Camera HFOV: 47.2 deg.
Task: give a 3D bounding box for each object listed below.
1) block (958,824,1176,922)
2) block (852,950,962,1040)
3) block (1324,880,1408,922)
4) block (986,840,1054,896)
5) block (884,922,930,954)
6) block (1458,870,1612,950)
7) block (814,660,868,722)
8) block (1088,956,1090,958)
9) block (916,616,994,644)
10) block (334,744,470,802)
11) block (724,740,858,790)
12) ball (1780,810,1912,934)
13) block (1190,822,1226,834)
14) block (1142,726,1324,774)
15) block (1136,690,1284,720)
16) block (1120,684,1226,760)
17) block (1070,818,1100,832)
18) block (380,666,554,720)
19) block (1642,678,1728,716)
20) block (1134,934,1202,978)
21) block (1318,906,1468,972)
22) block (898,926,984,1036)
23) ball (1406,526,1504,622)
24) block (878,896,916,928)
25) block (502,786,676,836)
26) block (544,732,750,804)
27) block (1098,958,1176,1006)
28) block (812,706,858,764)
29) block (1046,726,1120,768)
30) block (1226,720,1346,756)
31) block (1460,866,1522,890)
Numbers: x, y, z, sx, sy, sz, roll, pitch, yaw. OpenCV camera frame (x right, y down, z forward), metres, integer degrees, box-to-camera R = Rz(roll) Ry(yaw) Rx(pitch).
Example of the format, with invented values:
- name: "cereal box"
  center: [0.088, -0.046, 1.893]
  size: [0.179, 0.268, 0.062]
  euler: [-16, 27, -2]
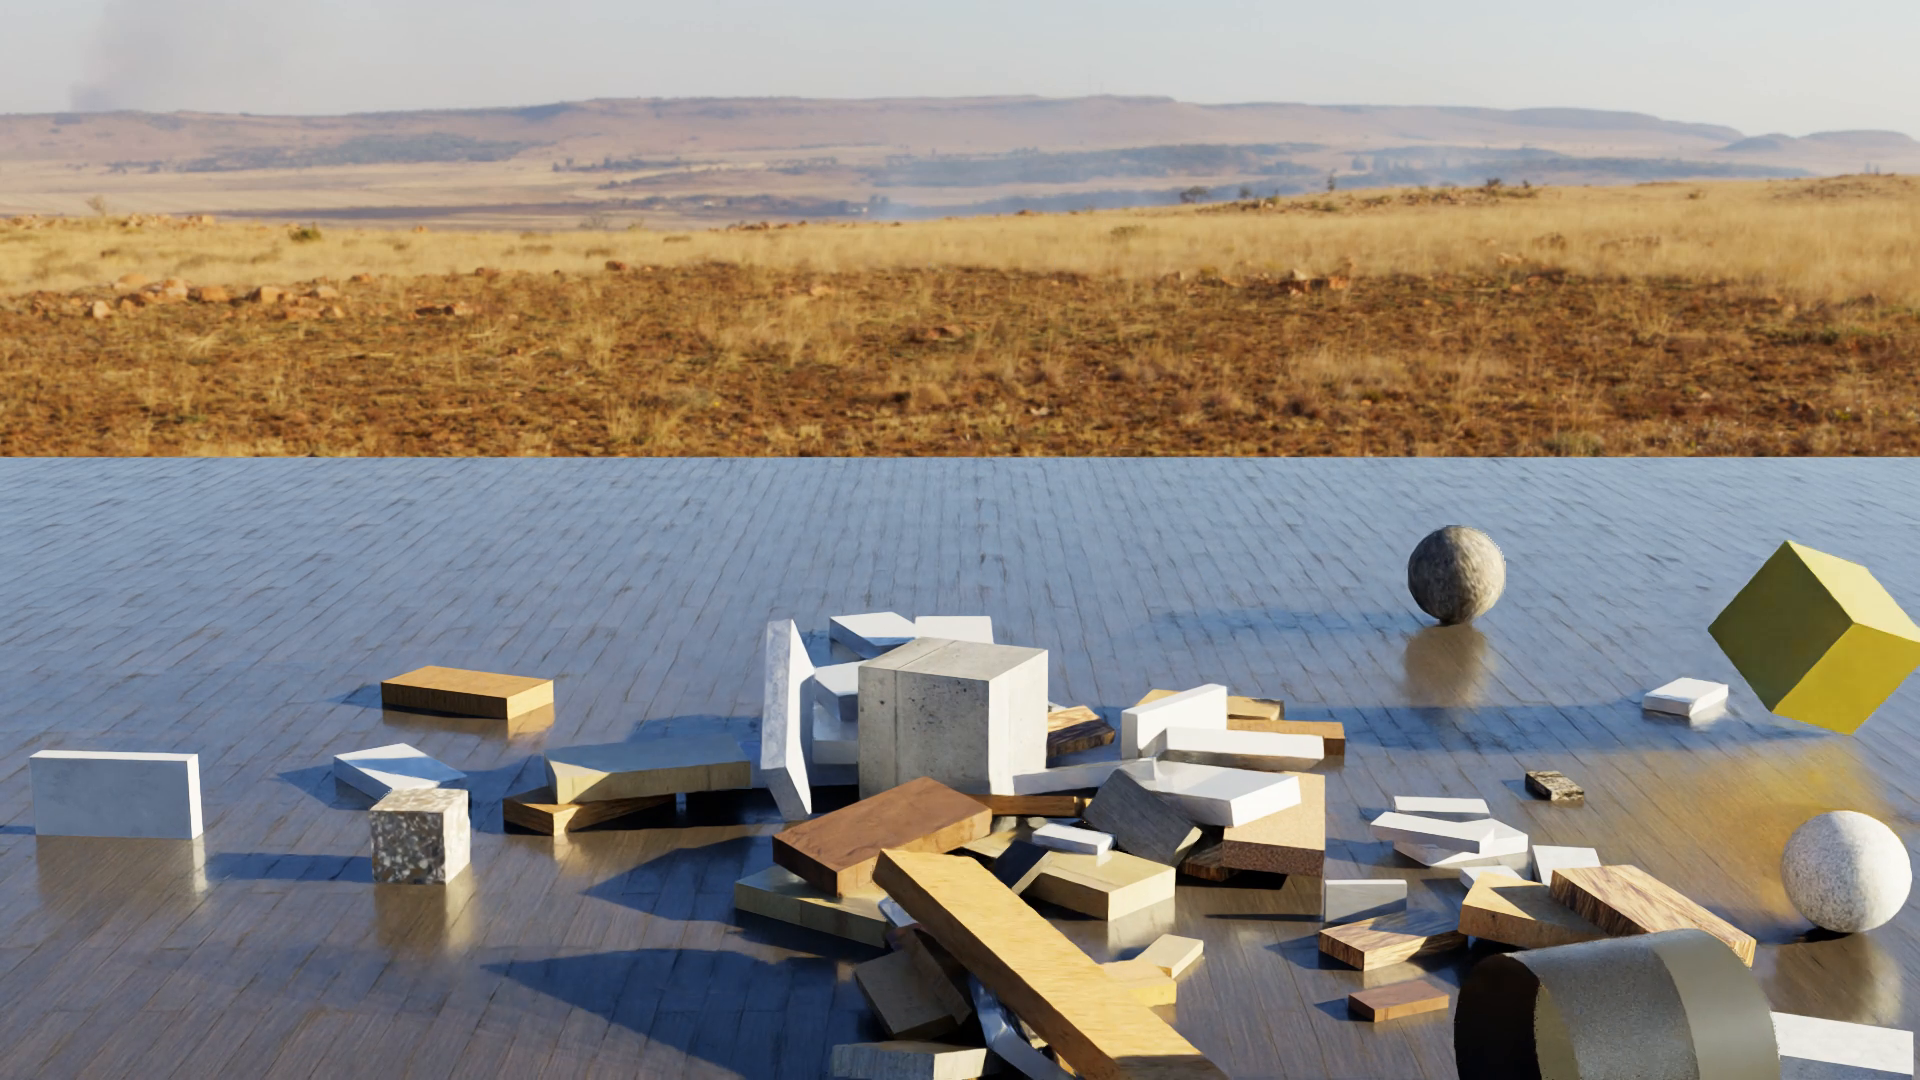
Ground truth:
- name: "block"
  center: [0.177, 0.558, 3.712]
  size: [0.338, 0.048, 0.169]
  euler: [10, 14, 43]
- name: "block"
  center: [-0.076, 0.651, 3.136]
  size: [0.098, 0.028, 0.195]
  euler: [-16, 23, -15]
- name: "block"
  center: [0.652, 0.581, 3.539]
  size: [0.130, 0.065, 0.018]
  euler: [0, 11, -1]
- name: "block"
  center: [0.078, 0.556, 3.630]
  size: [0.075, 0.021, 0.149]
  euler: [10, 39, 43]
- name: "block"
  center: [-0.038, 0.626, 3.255]
  size: [0.098, 0.028, 0.195]
  euler: [-16, 24, -12]
- name: "block"
  center: [0.959, 0.598, 3.413]
  size: [0.336, 0.048, 0.168]
  euler: [10, 14, 22]
- name: "block"
  center: [-0.198, 0.306, 4.535]
  size: [0.180, 0.051, 0.359]
  euler: [-8, 7, -14]
- name: "block"
  center: [0.090, 0.625, 3.252]
  size: [0.106, 0.030, 0.212]
  euler: [-4, -1, -31]
- name: "block"
  center: [-0.009, 0.302, 4.943]
  size: [0.180, 0.051, 0.740]
  euler: [0, 14, -1]
- name: "block"
  center: [-1.085, 0.458, 4.266]
  size: [0.147, 0.042, 0.293]
  euler: [-8, 13, -37]
- name: "block"
  center: [-0.375, 0.441, 4.340]
  size: [0.334, 0.047, 0.167]
  euler: [-1, 11, -7]
- name: "ball"
  center: [1.404, 0.526, 3.488]
  size: [0.192, 0.192, 0.192]
  euler: [0, 11, 0]
- name: "block"
  center: [0.423, 0.512, 4.039]
  size: [0.134, 0.019, 0.067]
  euler: [8, 13, 37]
- name: "block"
  center: [0.520, 0.408, 4.201]
  size: [0.309, 0.044, 0.154]
  euler: [5, -22, -12]
- name: "block"
  center: [0.539, 0.371, 4.734]
  size: [0.293, 0.042, 0.147]
  euler: [4, 11, 19]
- name: "block"
  center: [0.426, 0.386, 4.363]
  size: [0.042, 0.147, 0.293]
  euler: [8, 13, 41]
- name: "block"
  center: [0.267, 0.506, 3.950]
  size: [0.067, 0.019, 0.134]
  euler: [-1, 7, 43]
- name: "block"
  center: [-1.097, 0.338, 4.896]
  size: [0.339, 0.048, 0.170]
  euler: [5, 12, 24]
- name: "block"
  center: [1.614, 0.348, 4.892]
  size: [0.104, 0.030, 0.209]
  euler: [9, 14, 40]
- name: "block"
  center: [0.318, 0.637, 3.365]
  size: [0.064, 0.018, 0.129]
  euler: [5, 12, 27]
- name: "block"
  center: [0.676, 0.620, 3.425]
  size: [0.212, 0.030, 0.106]
  euler: [-6, 12, -30]
- name: "block"
  center: [-0.004, 0.627, 3.106]
  size: [0.098, 0.028, 0.195]
  euler: [31, 9, -39]
- name: "ball"
  center: [1.281, 0.090, 5.686]
  size: [0.247, 0.247, 0.247]
  euler: [0, 11, 0]
- name: "block"
  center: [-0.053, 0.589, 3.389]
  size: [0.076, 0.022, 0.152]
  euler: [-33, 45, -19]
- name: "block"
  center: [-0.692, 0.485, 4.121]
  size: [0.147, 0.042, 0.293]
  euler: [9, 14, 40]
- name: "block"
  center: [-0.591, 0.429, 4.148]
  size: [0.359, 0.051, 0.180]
  euler: [-4, 13, -18]
- name: "block"
  center: [0.197, 0.658, 3.219]
  size: [0.212, 0.030, 0.106]
  euler: [-4, 11, -20]
- name: "block"
  center: [-0.242, 0.385, 4.359]
  size: [0.167, 0.047, 0.334]
  euler: [0, 7, 4]
- name: "block"
  center: [0.312, 0.429, 4.421]
  size: [0.147, 0.042, 0.293]
  euler: [9, 14, 39]
- name: "block"
  center: [0.666, 0.408, 4.553]
  size: [0.251, 0.036, 0.126]
  euler: [1, 11, 7]
- name: "block"
  center: [0.900, 0.581, 3.654]
  size: [0.083, 0.023, 0.166]
  euler: [-1, 11, -8]
